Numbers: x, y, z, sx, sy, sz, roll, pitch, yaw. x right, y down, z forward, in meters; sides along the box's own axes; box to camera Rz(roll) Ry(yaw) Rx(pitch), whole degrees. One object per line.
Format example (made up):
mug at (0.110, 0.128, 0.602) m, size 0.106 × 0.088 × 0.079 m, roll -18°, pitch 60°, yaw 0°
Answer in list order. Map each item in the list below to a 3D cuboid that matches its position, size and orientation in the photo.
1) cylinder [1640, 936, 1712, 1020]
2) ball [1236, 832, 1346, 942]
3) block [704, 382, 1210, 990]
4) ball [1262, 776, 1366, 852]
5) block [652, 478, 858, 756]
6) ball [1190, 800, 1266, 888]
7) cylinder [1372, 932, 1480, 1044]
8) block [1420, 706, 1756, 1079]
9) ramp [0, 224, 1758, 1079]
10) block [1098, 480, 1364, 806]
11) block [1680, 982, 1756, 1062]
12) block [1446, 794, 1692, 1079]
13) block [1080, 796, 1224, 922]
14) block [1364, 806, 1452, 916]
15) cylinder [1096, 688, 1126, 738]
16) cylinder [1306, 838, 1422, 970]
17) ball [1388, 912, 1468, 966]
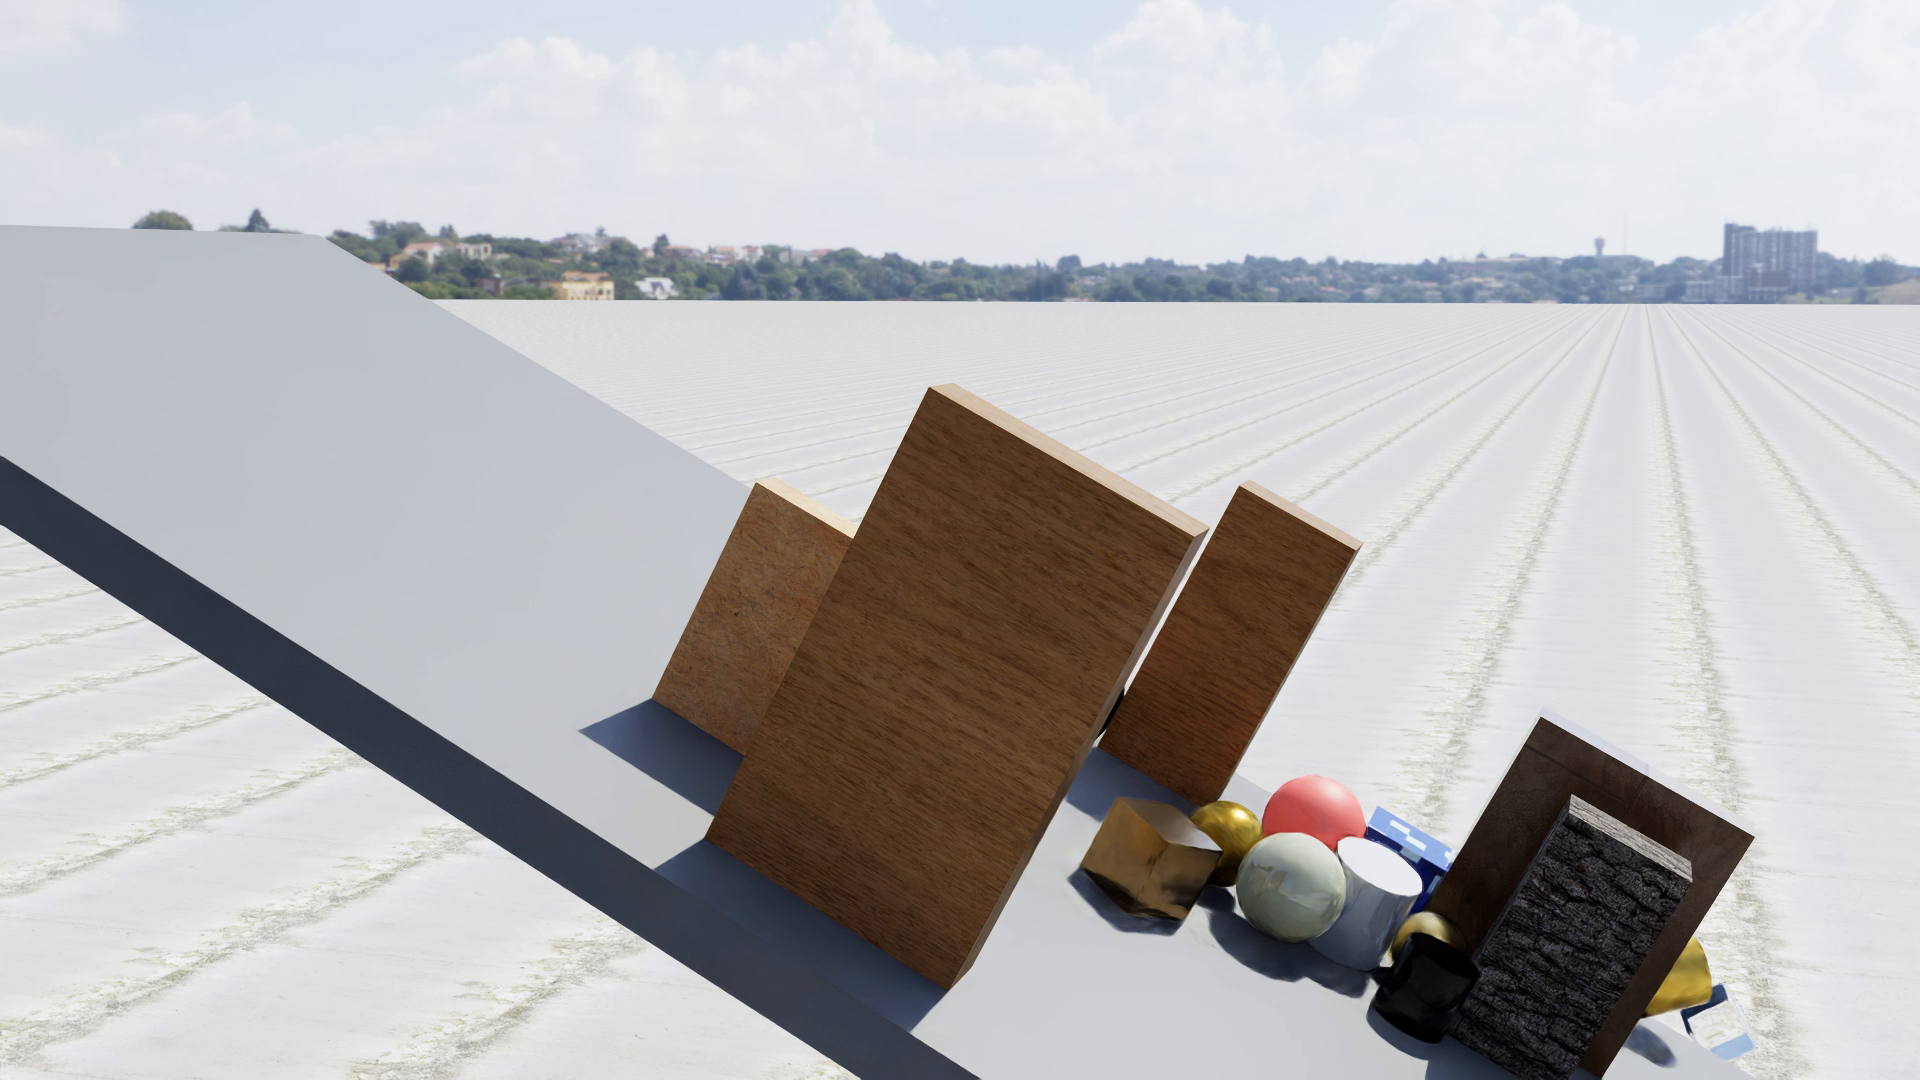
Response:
cylinder at (1.462, 0.912, 4.619) m, size 0.163 × 0.163 × 0.163 m, roll -11°, pitch 8°, yaw -8°
ball at (0.612, 0.642, 4.067) m, size 0.203 × 0.203 × 0.203 m, roll 0°, pitch 7°, yaw 0°
block at (-0.013, 0.218, 3.271) m, size 0.440 × 0.781 × 0.121 m, roll 30°, pitch 14°, yaw 12°
ball at (0.709, 0.575, 4.411) m, size 0.205 × 0.205 × 0.205 m, roll 0°, pitch 7°, yaw 0°
block at (-0.271, 0.169, 3.714) m, size 0.353 × 0.426 × 0.088 m, roll 30°, pitch 14°, yaw 12°
ball at (0.503, 0.581, 4.201) m, size 0.163 × 0.163 × 0.163 m, roll 0°, pitch 7°, yaw 0°
cylinder at (0.853, 0.820, 4.030) m, size 0.143 × 0.143 × 0.143 m, roll 25°, pitch 14°, yaw -7°
block at (1.189, 0.682, 4.272) m, size 0.445 × 0.562 × 0.110 m, roll 30°, pitch 14°, yaw 12°
ramp at (-0.225, 0.375, 4.149) m, size 4.000 × 0.100 × 2.000 m, roll 30°, pitch 14°, yaw 12°
block at (0.566, 0.222, 4.623) m, size 0.272 × 0.637 × 0.133 m, roll 30°, pitch 14°, yaw 12°
block at (1.732, 1.111, 5.034) m, size 0.114 × 0.114 × 0.114 m, roll -31°, pitch 20°, yaw 18°
block at (1.115, 0.749, 4.064) m, size 0.243 × 0.481 × 0.148 m, roll 30°, pitch 14°, yaw 12°
block at (0.344, 0.574, 3.959) m, size 0.152 × 0.152 × 0.152 m, roll 14°, pitch 19°, yaw -42°
block at (0.882, 0.682, 4.511) m, size 0.174 × 0.174 × 0.174 m, roll 30°, pitch 14°, yaw 12°
cylinder at (0.234, 0.324, 4.633) m, size 0.162 × 0.162 × 0.162 m, roll 34°, pitch 22°, yaw 25°
cylinder at (0.759, 0.691, 4.182) m, size 0.177 × 0.177 × 0.177 m, roll 20°, pitch 22°, yaw -9°
ball at (0.896, 0.787, 4.209) m, size 0.151 × 0.151 × 0.151 m, roll 0°, pitch 7°, yaw 0°
